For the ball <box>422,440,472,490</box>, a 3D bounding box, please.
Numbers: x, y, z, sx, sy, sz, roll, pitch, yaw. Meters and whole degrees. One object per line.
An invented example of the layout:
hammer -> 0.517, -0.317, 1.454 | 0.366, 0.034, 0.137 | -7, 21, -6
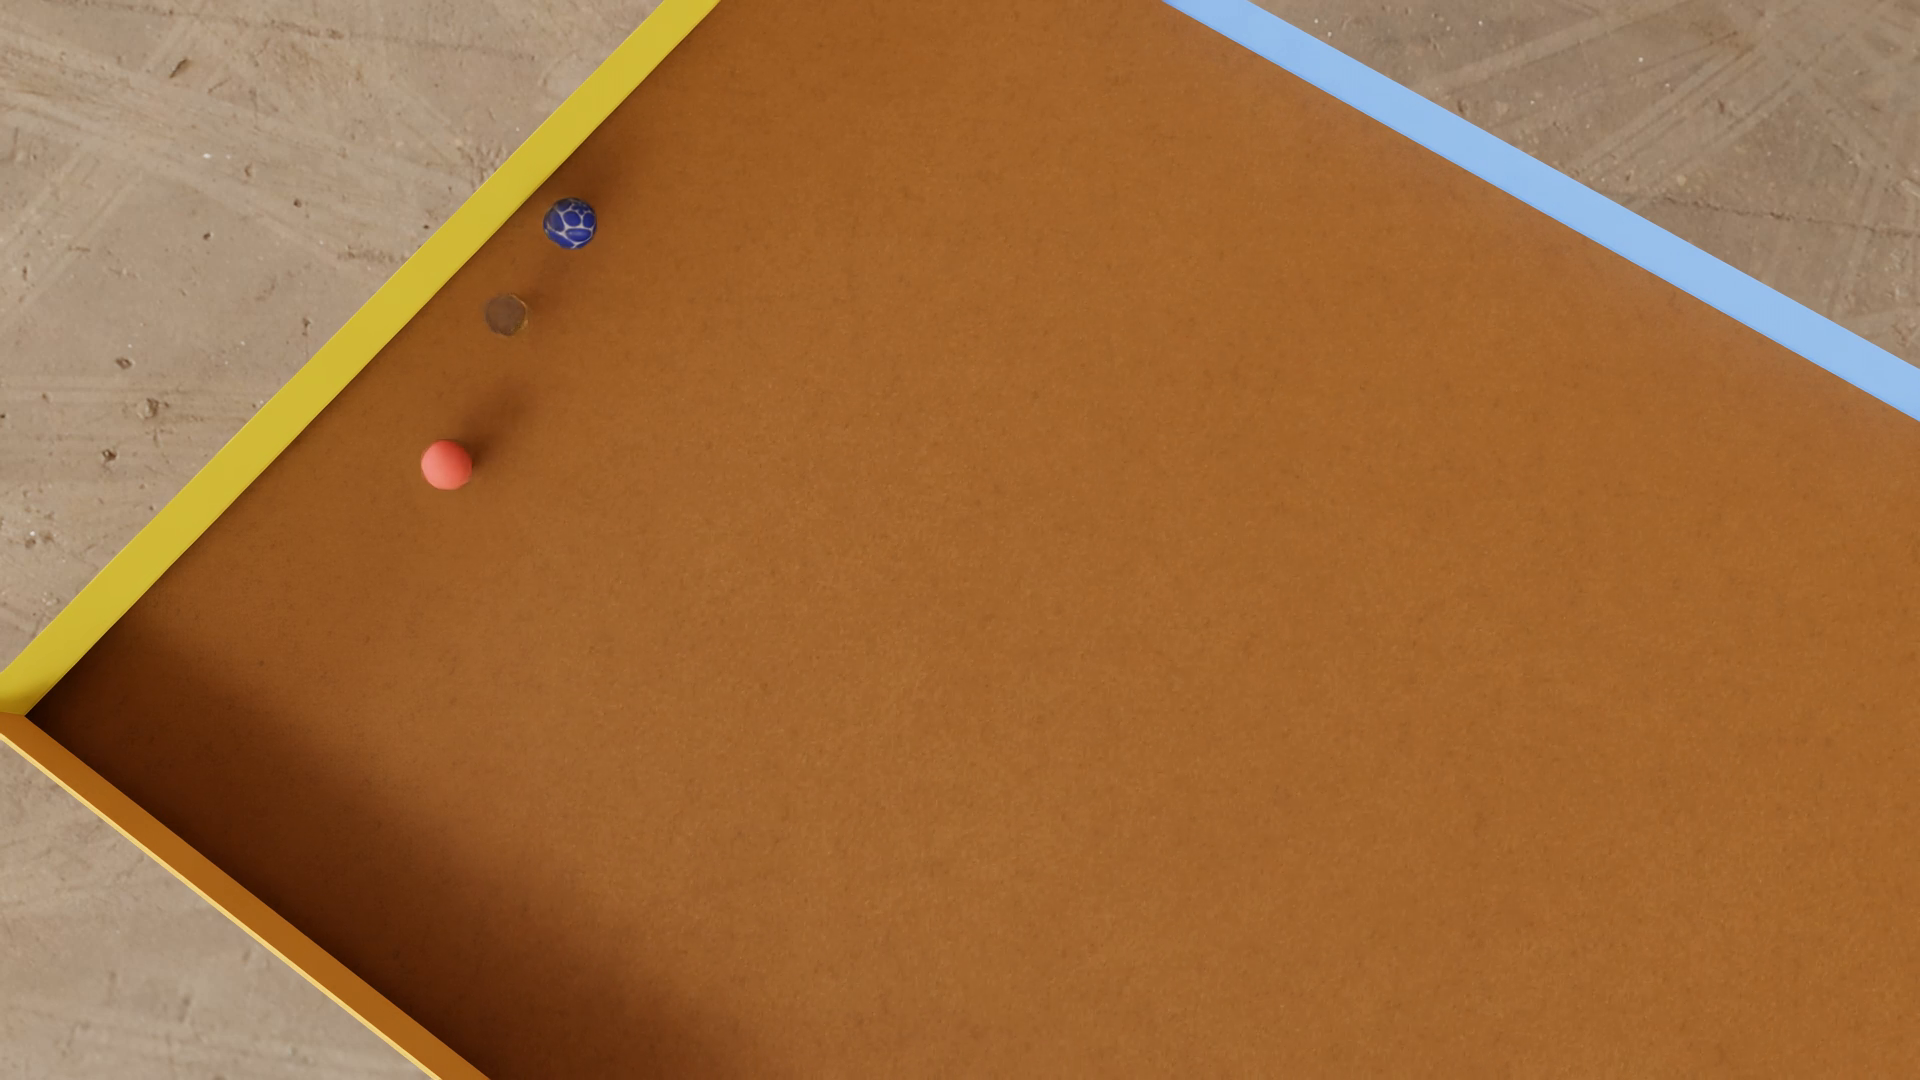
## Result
ball -> -0.851, -0.124, 3.651 | 0.082, 0.082, 0.082 | 0, 64, 0

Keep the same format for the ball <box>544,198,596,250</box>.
ball -> -0.684, -0.555, 3.856 | 0.091, 0.091, 0.091 | 0, 64, 0

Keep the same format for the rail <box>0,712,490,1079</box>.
rail -> 0.187, 1.371, 2.902 | 4.197, 0.118, 0.045 | 33, 68, 15

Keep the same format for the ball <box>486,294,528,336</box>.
ball -> -0.780, -0.386, 3.784 | 0.072, 0.072, 0.072 | 0, 64, 0

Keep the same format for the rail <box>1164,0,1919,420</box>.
rail -> 1.514, -0.281, 3.707 | 4.197, 0.118, 0.045 | 33, 68, 15

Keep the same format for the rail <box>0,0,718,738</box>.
rail -> -0.831, -0.547, 3.836 | 0.045, 0.118, 2.314 | 33, 68, 15
